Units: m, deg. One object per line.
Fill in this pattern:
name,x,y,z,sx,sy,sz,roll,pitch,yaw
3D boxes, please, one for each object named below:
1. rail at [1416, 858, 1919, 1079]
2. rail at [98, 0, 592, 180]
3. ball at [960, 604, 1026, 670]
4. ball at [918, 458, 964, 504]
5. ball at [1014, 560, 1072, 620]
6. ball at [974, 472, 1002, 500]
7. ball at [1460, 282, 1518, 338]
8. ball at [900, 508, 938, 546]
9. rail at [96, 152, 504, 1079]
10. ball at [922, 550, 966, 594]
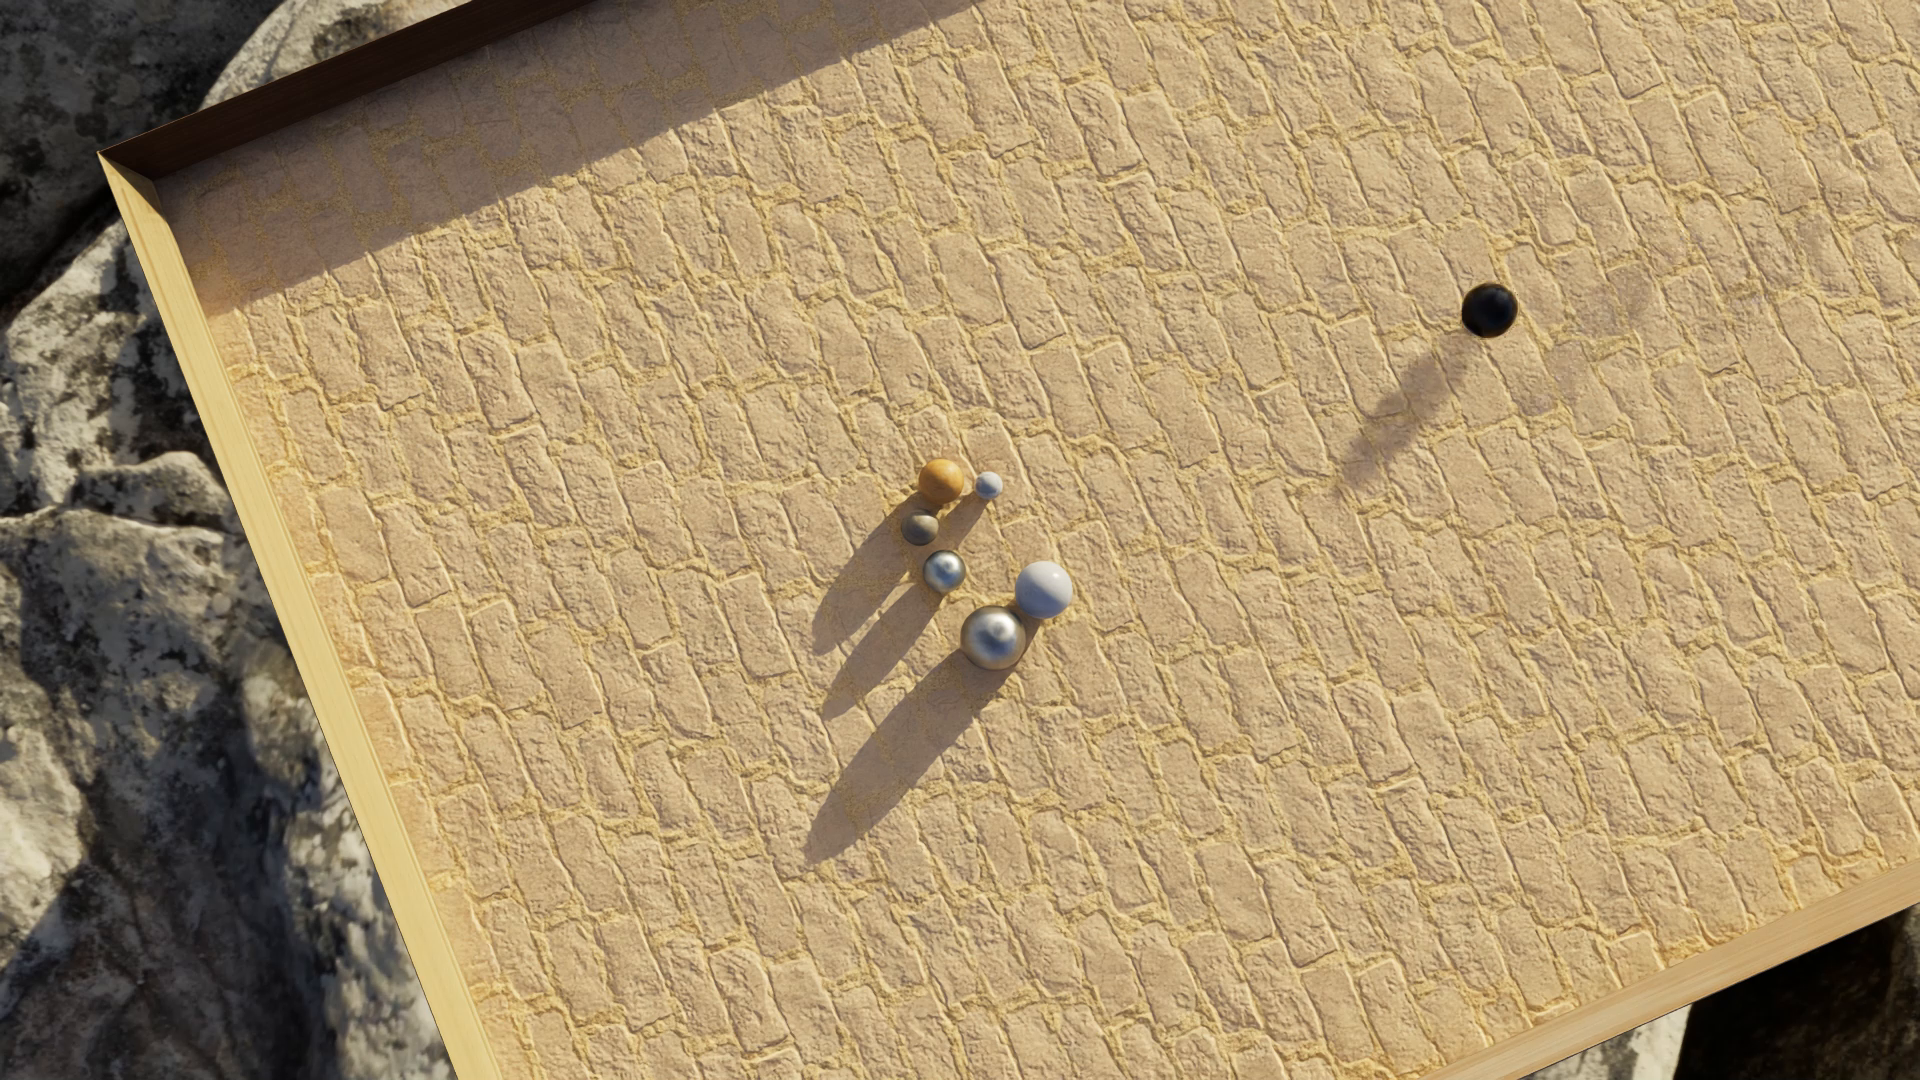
rail,1.262,0.534,3.163,3.796,0.127,0.045,-23,84,-3
rail,0.484,-1.279,3.384,3.796,0.127,0.045,-23,84,-3
ball,0.048,0.143,3.226,0.098,0.098,0.098,0,83,0
ball,-0.028,-0.087,3.269,0.068,0.068,0.068,0,83,0
ball,0.123,0.074,3.240,0.087,0.087,0.087,0,83,0
ball,0.043,-0.081,3.281,0.043,0.043,0.043,0,83,0
ball,0.793,-0.344,3.292,0.084,0.084,0.084,0,83,0
ball,-0.060,-0.019,3.267,0.056,0.056,0.056,0,83,0
rail,-0.851,0.356,3.185,0.045,0.127,2.033,-23,84,-3
ball,-0.023,0.046,3.255,0.065,0.065,0.065,0,83,0
